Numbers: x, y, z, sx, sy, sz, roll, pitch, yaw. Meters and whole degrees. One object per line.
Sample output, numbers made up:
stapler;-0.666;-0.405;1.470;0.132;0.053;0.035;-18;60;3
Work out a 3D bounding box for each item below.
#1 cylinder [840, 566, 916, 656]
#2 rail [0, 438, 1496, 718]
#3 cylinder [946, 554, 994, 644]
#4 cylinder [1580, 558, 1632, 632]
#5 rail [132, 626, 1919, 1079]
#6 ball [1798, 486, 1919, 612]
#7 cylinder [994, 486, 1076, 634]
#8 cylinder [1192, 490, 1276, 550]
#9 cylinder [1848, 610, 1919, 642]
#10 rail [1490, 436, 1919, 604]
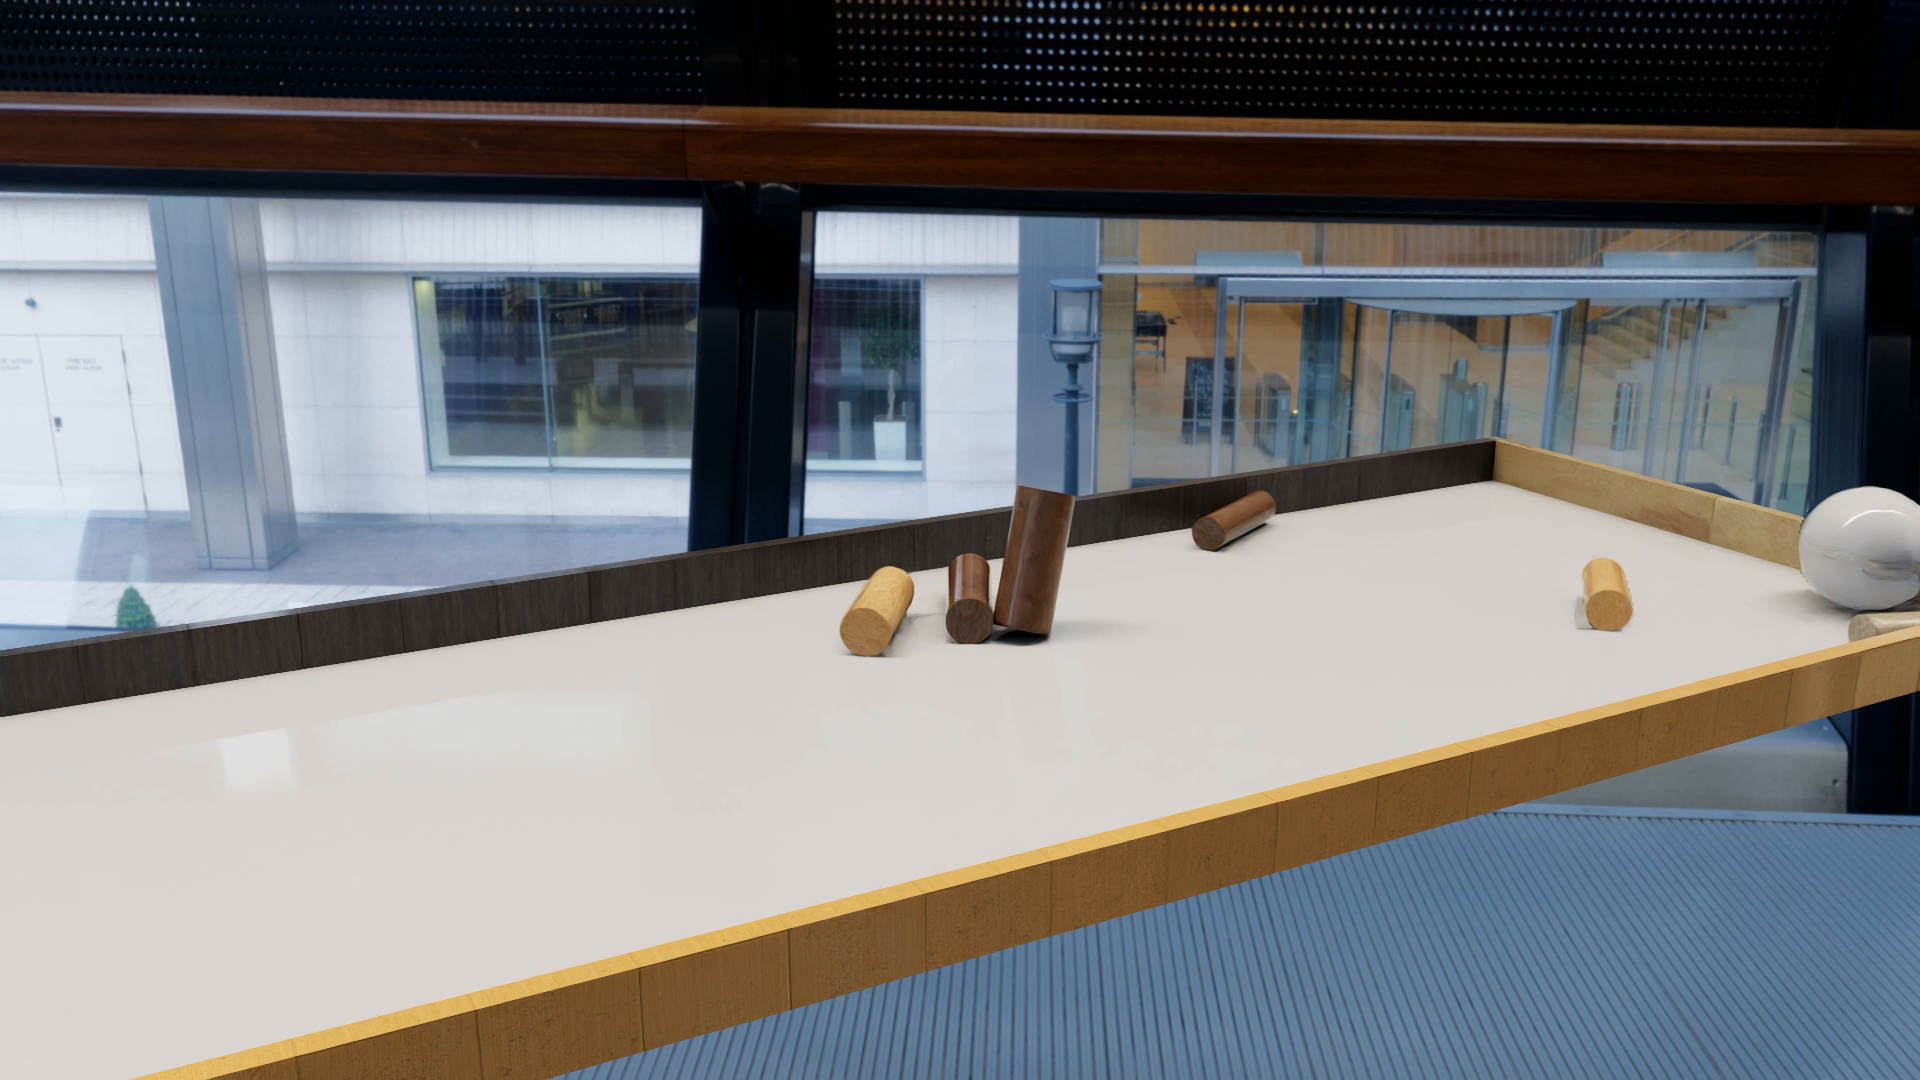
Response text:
cylinder;-0.220;0.190;4.468;0.134;0.134;0.363;2;17;8
rail;-3.305;0.497;3.399;12.000;0.150;0.050;-9;18;-27
cylinder;0.026;0.159;4.588;0.128;0.128;0.418;0;16;0
cylinder;1.813;0.151;4.633;0.118;0.118;0.309;5;17;16
rail;-2.336;1.006;1.665;12.000;0.150;0.050;-9;18;-27
ball;2.558;0.025;4.649;0.351;0.351;0.351;0;16;0
cylinder;0.200;0.053;4.450;0.162;0.378;0.162;10;2;0
cylinder;0.897;-0.066;5.385;0.110;0.110;0.404;11;20;32
cylinder;2.556;0.239;4.351;0.391;0.107;0.107;-3;17;-9
rail;2.466;-0.048;5.253;0.050;0.150;2.100;-9;18;-27
